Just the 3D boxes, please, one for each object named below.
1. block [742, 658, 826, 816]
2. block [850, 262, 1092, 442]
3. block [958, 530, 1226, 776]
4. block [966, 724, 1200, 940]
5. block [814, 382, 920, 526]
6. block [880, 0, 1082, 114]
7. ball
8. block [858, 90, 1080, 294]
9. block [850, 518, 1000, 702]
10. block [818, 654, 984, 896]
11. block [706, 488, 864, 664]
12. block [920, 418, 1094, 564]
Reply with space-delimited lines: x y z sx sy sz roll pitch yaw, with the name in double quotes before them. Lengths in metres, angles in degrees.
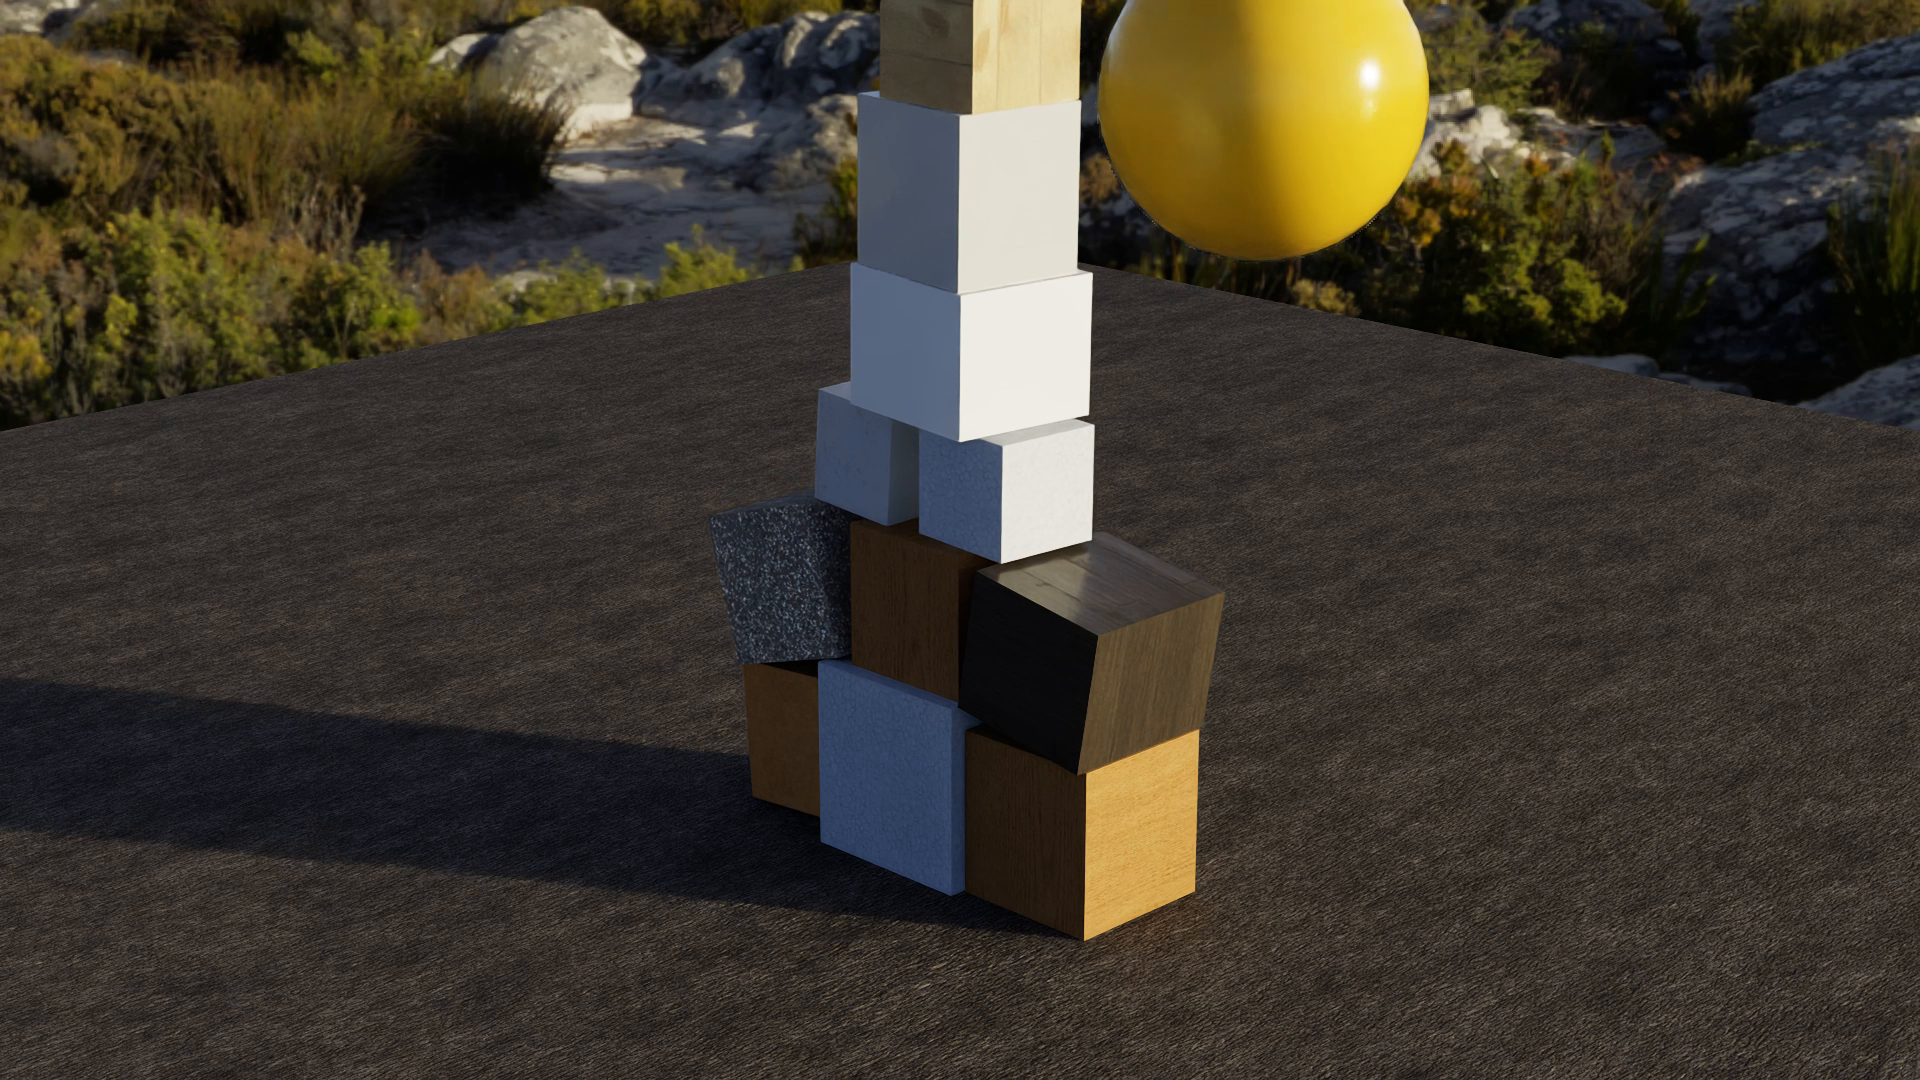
"block" -0.600 0.896 14.244 0.633 0.704 0.596 11 20 44
"block" 0.044 -0.893 13.035 0.741 0.645 0.781 -13 23 -37
"block" 0.574 0.483 12.892 0.825 0.670 0.729 -17 34 -43
"block" 0.544 1.218 13.163 0.739 0.783 0.732 -17 24 -42
"block" -0.303 -0.432 13.495 0.481 0.527 0.527 21 27 40
"block" 0.086 -2.173 12.574 0.631 0.556 0.584 -15 24 -41
"ball" 1.467 -2.153 14.203 1.600 1.600 1.600 0 17 0
"block" 0.034 -1.555 12.801 0.670 0.760 0.708 -13 23 -37
"block" -0.005 0.249 13.409 0.697 0.684 0.698 -17 24 -42
"block" -0.022 0.987 13.703 0.921 0.900 0.874 -17 24 -42
"block" -0.628 0.138 14.025 0.736 0.730 0.740 -17 7 -43
"block" 0.204 -0.269 13.028 0.536 0.532 0.559 -14 23 -38
